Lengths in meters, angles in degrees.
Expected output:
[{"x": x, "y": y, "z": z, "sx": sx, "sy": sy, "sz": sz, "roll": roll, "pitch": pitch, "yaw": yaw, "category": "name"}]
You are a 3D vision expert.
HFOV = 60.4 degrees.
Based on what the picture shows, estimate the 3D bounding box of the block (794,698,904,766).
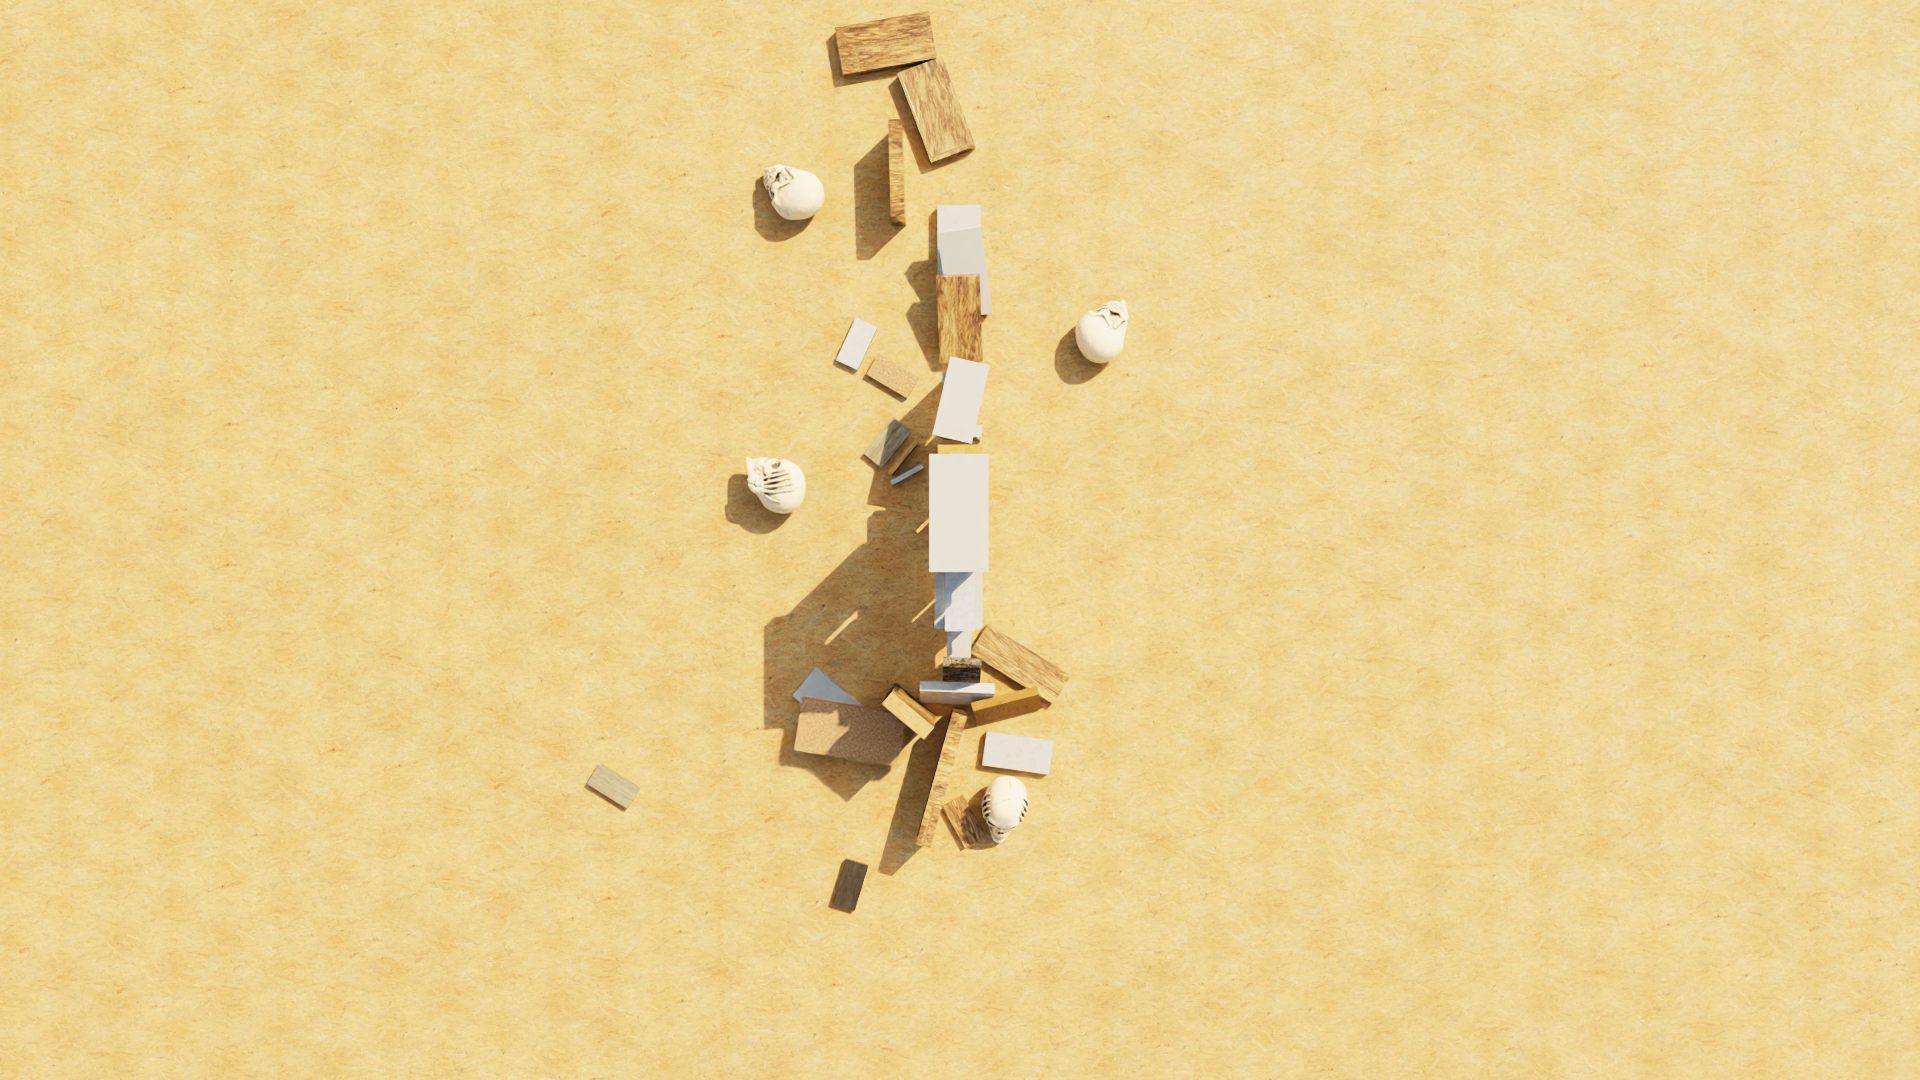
[{"x": -0.361, "y": 0.632, "z": 5.441, "sx": 0.345, "sy": 0.049, "sz": 0.172, "roll": 9, "pitch": 90, "yaw": 0, "category": "block"}]

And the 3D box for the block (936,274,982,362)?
[{"x": -0.001, "y": -0.729, "z": 5.430, "sx": 0.143, "sy": 0.040, "sz": 0.285, "roll": -2, "pitch": 111, "yaw": 1, "category": "block"}]

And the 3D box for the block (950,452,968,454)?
[{"x": -0.004, "y": -0.248, "z": 5.132, "sx": 0.059, "sy": 0.117, "sz": 0.017, "roll": 0, "pitch": 114, "yaw": 0, "category": "block"}]

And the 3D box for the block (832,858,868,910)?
[{"x": -0.364, "y": 1.146, "z": 5.489, "sx": 0.079, "sy": 0.022, "sz": 0.158, "roll": 17, "pitch": 90, "yaw": 0, "category": "block"}]

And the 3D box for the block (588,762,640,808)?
[{"x": -1.151, "y": 0.818, "z": 5.489, "sx": 0.158, "sy": 0.022, "sz": 0.079, "roll": 32, "pitch": 90, "yaw": 0, "category": "block"}]

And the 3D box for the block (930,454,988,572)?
[{"x": -0.004, "y": -0.078, "z": 4.794, "sx": 0.171, "sy": 0.048, "sz": 0.341, "roll": 0, "pitch": 90, "yaw": 0, "category": "block"}]

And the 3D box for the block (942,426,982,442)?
[{"x": 0.006, "y": -0.349, "z": 5.373, "sx": 0.127, "sy": 0.254, "sz": 0.036, "roll": 3, "pitch": 90, "yaw": 0, "category": "block"}]

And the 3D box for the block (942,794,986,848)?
[{"x": 0.014, "y": 0.935, "z": 5.489, "sx": 0.079, "sy": 0.022, "sz": 0.158, "roll": -29, "pitch": 90, "yaw": 0, "category": "block"}]

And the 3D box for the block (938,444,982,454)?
[{"x": -0.002, "y": -0.163, "z": 5.208, "sx": 0.136, "sy": 0.039, "sz": 0.273, "roll": 0, "pitch": 90, "yaw": 0, "category": "block"}]

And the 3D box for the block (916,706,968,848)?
[{"x": -0.060, "y": 0.775, "z": 5.414, "sx": 0.049, "sy": 0.172, "sz": 0.443, "roll": 15, "pitch": 90, "yaw": 0, "category": "block"}]

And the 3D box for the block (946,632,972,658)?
[{"x": -0.003, "y": 0.318, "z": 5.336, "sx": 0.077, "sy": 0.022, "sz": 0.155, "roll": 1, "pitch": 89, "yaw": 0, "category": "block"}]

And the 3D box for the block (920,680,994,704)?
[{"x": -0.010, "y": 0.505, "z": 5.437, "sx": 0.244, "sy": 0.122, "sz": 0.035, "roll": 2, "pitch": 65, "yaw": 0, "category": "block"}]

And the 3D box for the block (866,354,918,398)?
[{"x": -0.224, "y": -0.545, "z": 5.489, "sx": 0.157, "sy": 0.022, "sz": 0.078, "roll": 30, "pitch": 90, "yaw": 0, "category": "block"}]

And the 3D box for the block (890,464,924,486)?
[{"x": -0.175, "y": -0.216, "z": 5.471, "sx": 0.117, "sy": 0.059, "sz": 0.017, "roll": -29, "pitch": 90, "yaw": 0, "category": "block"}]

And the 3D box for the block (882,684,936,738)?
[{"x": -0.163, "y": 0.549, "z": 5.328, "sx": 0.172, "sy": 0.345, "sz": 0.049, "roll": 40, "pitch": 90, "yaw": 0, "category": "block"}]

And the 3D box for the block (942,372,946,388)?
[{"x": 0.006, "y": -0.516, "z": 5.373, "sx": 0.127, "sy": 0.254, "sz": 0.036, "roll": 0, "pitch": 90, "yaw": 0, "category": "block"}]

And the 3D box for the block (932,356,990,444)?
[{"x": 0.003, "y": -0.442, "z": 5.228, "sx": 0.127, "sy": 0.036, "sz": 0.254, "roll": 13, "pitch": 90, "yaw": 0, "category": "block"}]

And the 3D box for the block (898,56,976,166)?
[{"x": -0.078, "y": -1.424, "z": 5.478, "sx": 0.158, "sy": 0.045, "sz": 0.316, "roll": -21, "pitch": 90, "yaw": 0, "category": "block"}]

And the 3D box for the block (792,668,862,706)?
[{"x": -0.424, "y": 0.547, "z": 5.483, "sx": 0.244, "sy": 0.035, "sz": 0.122, "roll": 39, "pitch": 90, "yaw": 0, "category": "block"}]

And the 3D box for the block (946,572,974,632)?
[{"x": 0.000, "y": 0.185, "z": 4.968, "sx": 0.089, "sy": 0.025, "sz": 0.177, "roll": 0, "pitch": 90, "yaw": 0, "category": "block"}]

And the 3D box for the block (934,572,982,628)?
[{"x": -0.005, "y": 0.128, "z": 5.180, "sx": 0.149, "sy": 0.042, "sz": 0.299, "roll": 0, "pitch": 90, "yaw": 0, "category": "block"}]

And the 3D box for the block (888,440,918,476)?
[{"x": -0.187, "y": -0.273, "z": 5.471, "sx": 0.017, "sy": 0.059, "sz": 0.139, "roll": 40, "pitch": 90, "yaw": 0, "category": "block"}]

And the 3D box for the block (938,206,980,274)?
[{"x": -0.003, "y": -0.965, "z": 5.480, "sx": 0.143, "sy": 0.040, "sz": 0.285, "roll": 0, "pitch": 90, "yaw": 0, "category": "block"}]

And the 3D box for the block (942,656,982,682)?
[{"x": 0.005, "y": 0.442, "z": 5.382, "sx": 0.122, "sy": 0.244, "sz": 0.035, "roll": 2, "pitch": 65, "yaw": 0, "category": "block"}]

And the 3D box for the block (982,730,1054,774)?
[{"x": 0.192, "y": 0.707, "z": 5.484, "sx": 0.223, "sy": 0.032, "sz": 0.112, "roll": 8, "pitch": 90, "yaw": 0, "category": "block"}]

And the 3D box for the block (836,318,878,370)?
[{"x": -0.343, "y": -0.652, "z": 5.489, "sx": 0.078, "sy": 0.022, "sz": 0.157, "roll": 25, "pitch": 90, "yaw": 0, "category": "block"}]

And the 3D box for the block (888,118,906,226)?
[{"x": -0.206, "y": -1.206, "z": 5.421, "sx": 0.045, "sy": 0.158, "sz": 0.316, "roll": -2, "pitch": 90, "yaw": 0, "category": "block"}]

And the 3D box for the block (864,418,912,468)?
[{"x": -0.240, "y": -0.324, "z": 5.489, "sx": 0.078, "sy": 0.022, "sz": 0.157, "roll": 39, "pitch": 90, "yaw": 0, "category": "block"}]

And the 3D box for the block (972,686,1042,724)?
[{"x": 0.155, "y": 0.547, "z": 5.444, "sx": 0.223, "sy": 0.112, "sz": 0.032, "roll": -14, "pitch": 59, "yaw": 0, "category": "block"}]

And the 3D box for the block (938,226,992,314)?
[{"x": 0.017, "y": -0.879, "z": 5.417, "sx": 0.143, "sy": 0.040, "sz": 0.285, "roll": -7, "pitch": 110, "yaw": 3, "category": "block"}]

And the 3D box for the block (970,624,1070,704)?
[{"x": 0.201, "y": 0.412, "z": 5.484, "sx": 0.325, "sy": 0.032, "sz": 0.112, "roll": 32, "pitch": 90, "yaw": 0, "category": "block"}]

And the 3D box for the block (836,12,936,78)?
[{"x": -0.245, "y": -1.645, "z": 5.478, "sx": 0.316, "sy": 0.045, "sz": 0.158, "roll": -10, "pitch": 90, "yaw": 0, "category": "block"}]
